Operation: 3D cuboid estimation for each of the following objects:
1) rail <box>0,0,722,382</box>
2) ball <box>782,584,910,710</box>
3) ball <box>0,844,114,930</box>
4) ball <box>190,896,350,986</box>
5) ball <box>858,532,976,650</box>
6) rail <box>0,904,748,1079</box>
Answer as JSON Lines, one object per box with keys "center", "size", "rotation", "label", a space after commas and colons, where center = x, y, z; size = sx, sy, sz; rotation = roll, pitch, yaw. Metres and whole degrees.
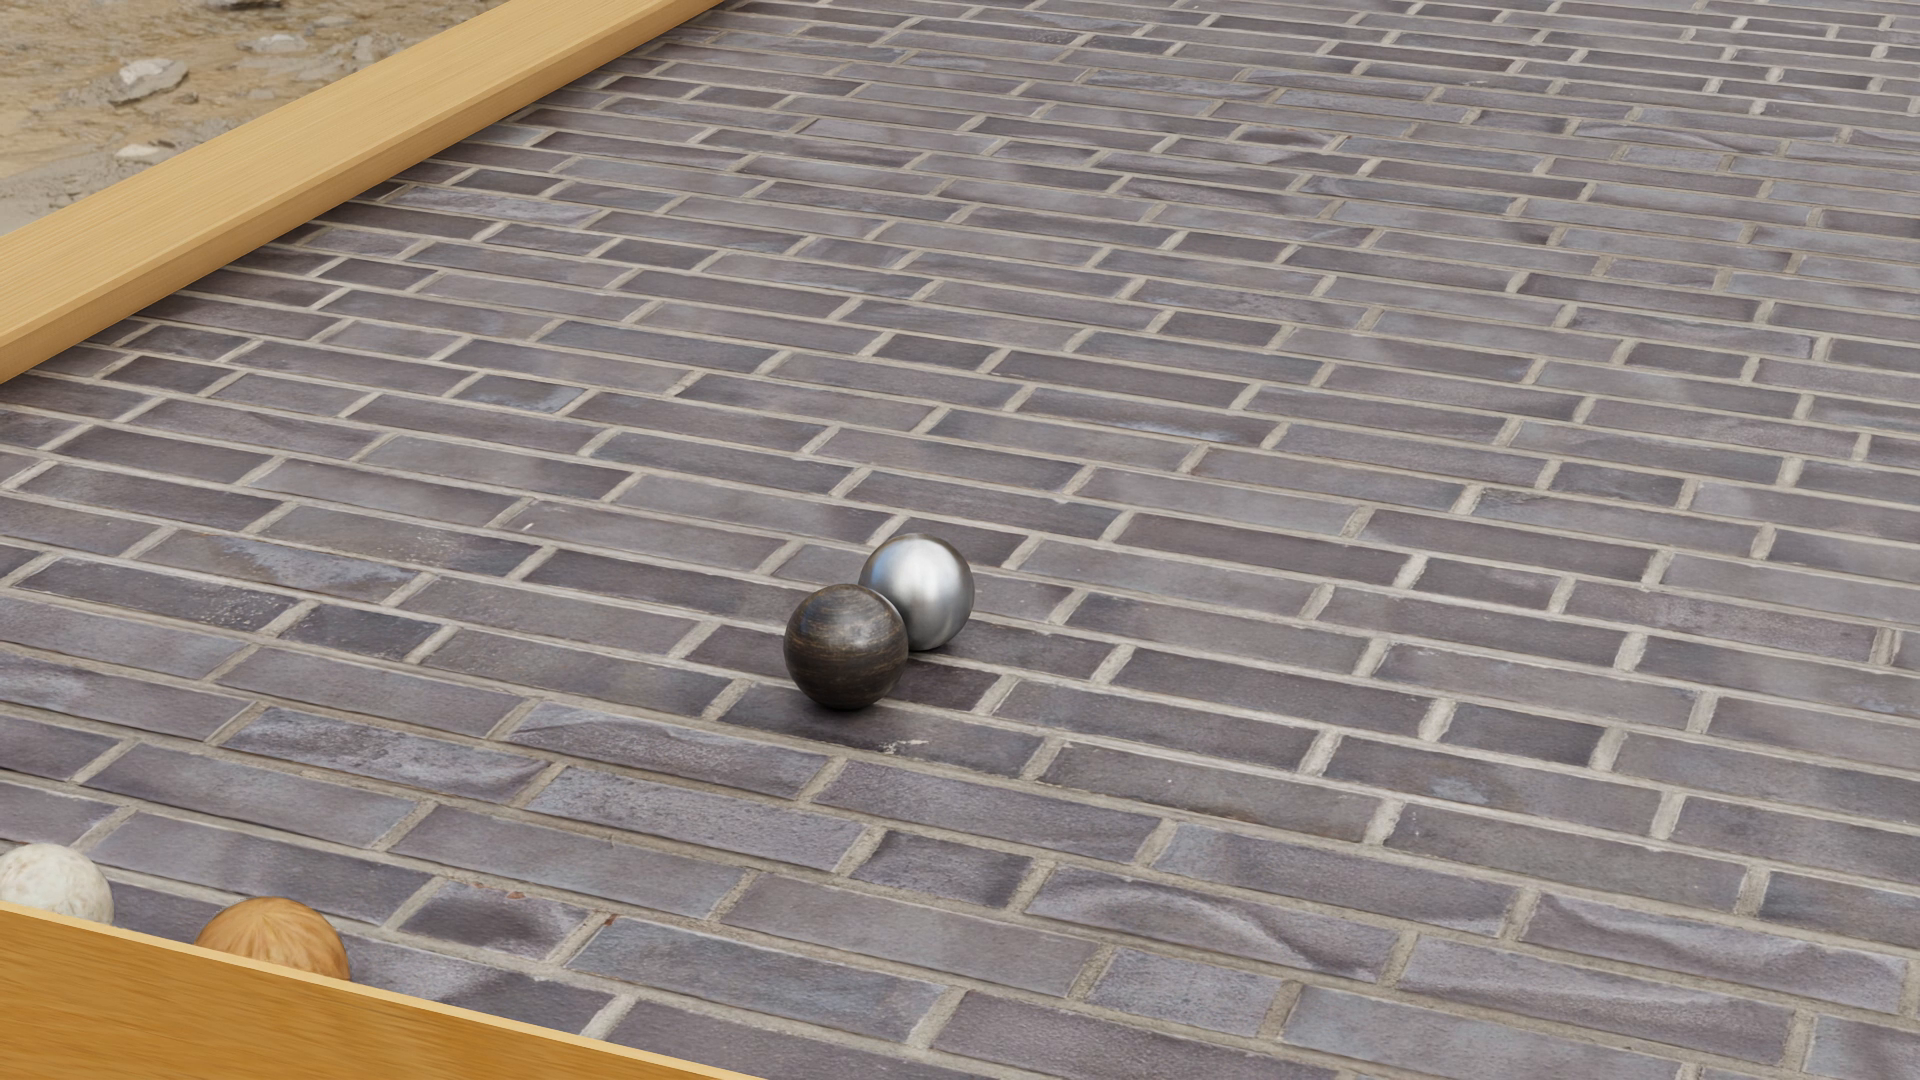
{"center": [-0.492, -0.406, 2.757], "size": [0.045, 0.110, 2.774], "rotation": [9, 26, 19], "label": "rail"}
{"center": [-0.068, 0.064, 1.767], "size": [0.076, 0.076, 0.076], "rotation": [0, 24, 0], "label": "ball"}
{"center": [-0.467, 0.190, 1.496], "size": [0.071, 0.071, 0.071], "rotation": [0, 24, 0], "label": "ball"}
{"center": [-0.338, 0.214, 1.434], "size": [0.079, 0.079, 0.079], "rotation": [0, 24, 0], "label": "ball"}
{"center": [-0.027, 0.032, 1.839], "size": [0.074, 0.074, 0.074], "rotation": [0, 24, 0], "label": "ball"}
{"center": [-0.245, 0.241, 1.335], "size": [1.650, 0.110, 0.045], "rotation": [9, 26, 19], "label": "rail"}
